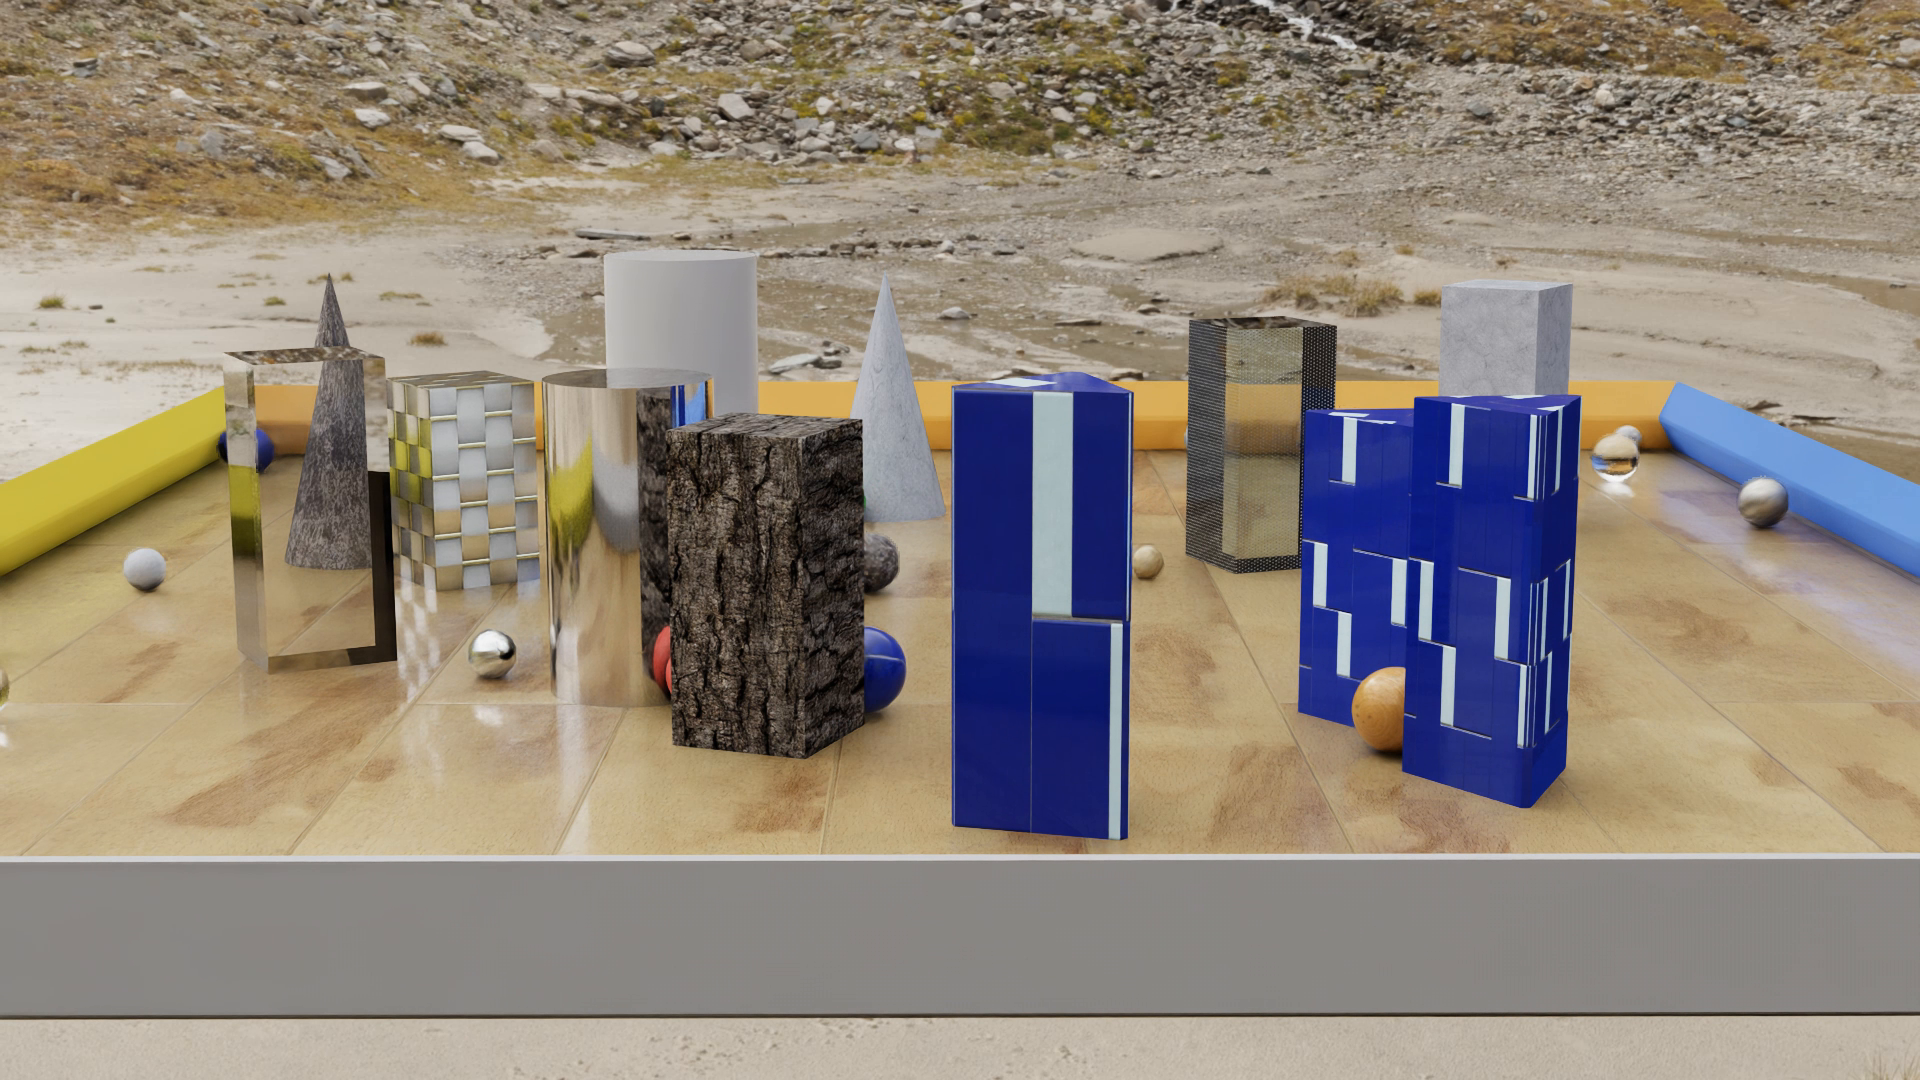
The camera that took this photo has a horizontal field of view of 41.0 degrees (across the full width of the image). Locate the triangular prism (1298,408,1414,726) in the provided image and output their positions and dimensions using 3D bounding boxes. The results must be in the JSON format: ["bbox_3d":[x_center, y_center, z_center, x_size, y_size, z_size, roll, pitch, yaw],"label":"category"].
[{"bbox_3d":[0.498,0.029,2.878,0.149,0.346,0.172,-8,13,-36],"label":"triangular prism"}]

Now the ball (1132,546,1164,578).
[{"bbox_3d":[0.269,0.032,3.686,0.046,0.046,0.046,0,10,0],"label":"ball"}]

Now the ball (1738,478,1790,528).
[{"bbox_3d":[1.282,-0.060,4.094,0.079,0.079,0.079,0,10,0],"label":"ball"}]

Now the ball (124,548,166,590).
[{"bbox_3d":[-1.146,0.041,3.607,0.058,0.058,0.058,0,10,0],"label":"ball"}]

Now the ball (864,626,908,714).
[{"bbox_3d":[-0.110,0.147,2.919,0.099,0.099,0.099,0,10,0],"label":"ball"}]

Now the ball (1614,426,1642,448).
[{"bbox_3d":[1.272,-0.192,4.885,0.052,0.052,0.052,0,10,0],"label":"ball"}]

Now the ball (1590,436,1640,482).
[{"bbox_3d":[1.159,-0.144,4.541,0.082,0.082,0.082,0,10,0],"label":"ball"}]

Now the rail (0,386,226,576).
[{"bbox_3d":[-1.361,0.035,3.441,0.045,0.129,2.998,0,10,0],"label":"rail"}]

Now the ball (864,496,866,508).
[{"bbox_3d":[-0.187,-0.061,4.126,0.070,0.070,0.070,0,10,0],"label":"ball"}]

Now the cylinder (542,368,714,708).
[{"bbox_3d":[-0.385,-0.007,3.011,0.198,0.369,0.198,0,10,0],"label":"cylinder"}]

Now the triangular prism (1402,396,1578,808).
[{"bbox_3d":[0.573,0.053,2.623,0.149,0.393,0.172,-7,13,-35],"label":"triangular prism"}]

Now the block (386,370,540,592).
[{"bbox_3d":[-0.713,-0.088,3.676,0.159,0.286,0.159,-7,13,-35],"label":"block"}]

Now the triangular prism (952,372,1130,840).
[{"bbox_3d":[0.095,0.057,2.500,0.172,0.428,0.149,3,11,16],"label":"triangular prism"}]

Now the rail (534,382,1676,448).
[{"bbox_3d":[-0.008,-0.235,4.899,2.770,0.129,0.045,0,10,0],"label":"rail"}]

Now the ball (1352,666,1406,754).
[{"bbox_3d":[0.467,0.182,2.748,0.093,0.093,0.093,0,10,0],"label":"ball"}]

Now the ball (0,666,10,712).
[{"bbox_3d":[-1.104,0.167,2.864,0.081,0.081,0.081,0,10,0],"label":"ball"}]

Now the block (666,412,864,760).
[{"bbox_3d":[-0.209,0.045,2.797,0.159,0.344,0.159,4,11,21],"label":"block"}]

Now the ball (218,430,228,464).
[{"bbox_3d":[-1.309,-0.171,4.680,0.084,0.084,0.084,0,10,0],"label":"ball"}]

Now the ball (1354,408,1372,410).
[{"bbox_3d":[0.759,-0.205,4.843,0.091,0.091,0.091,0,10,0],"label":"ball"}]

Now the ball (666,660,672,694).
[{"bbox_3d":[-0.295,0.153,2.932,0.083,0.083,0.083,0,10,0],"label":"ball"}]

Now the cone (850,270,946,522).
[{"bbox_3d":[-0.122,-0.243,4.203,0.198,0.400,0.198,0,10,0],"label":"cone"}]

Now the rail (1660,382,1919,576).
[{"bbox_3d":[1.361,0.032,3.456,0.045,0.129,2.998,0,10,0],"label":"rail"}]

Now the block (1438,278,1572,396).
[{"bbox_3d":[0.871,-0.218,4.113,0.159,0.383,0.159,7,12,32],"label":"block"}]

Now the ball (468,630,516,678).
[{"bbox_3d":[-0.563,0.137,3.087,0.059,0.059,0.059,0,10,0],"label":"ball"}]

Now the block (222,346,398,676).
[{"bbox_3d":[-0.805,-0.041,3.176,0.159,0.376,0.159,-6,12,-28],"label":"block"}]

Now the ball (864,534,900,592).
[{"bbox_3d":[-0.126,0.031,3.594,0.081,0.081,0.081,0,10,0],"label":"ball"}]

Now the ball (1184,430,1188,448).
[{"bbox_3d":[0.453,-0.193,4.877,0.055,0.055,0.055,0,10,0],"label":"ball"}]

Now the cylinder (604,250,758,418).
[{"bbox_3d":[-0.364,-0.133,3.379,0.198,0.483,0.198,0,10,0],"label":"cylinder"}]

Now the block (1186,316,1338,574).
[{"bbox_3d":[0.443,-0.144,3.790,0.159,0.355,0.159,-4,11,-22],"label":"block"}]

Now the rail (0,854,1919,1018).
[{"bbox_3d":[0.008,0.302,1.998,2.770,0.129,0.045,0,10,0],"label":"rail"}]

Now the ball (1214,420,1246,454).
[{"bbox_3d":[0.512,-0.195,4.868,0.064,0.064,0.064,0,10,0],"label":"ball"}]

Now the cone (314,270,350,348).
[{"bbox_3d":[-0.941,-0.193,3.864,0.198,0.425,0.198,0,10,0],"label":"cone"}]
